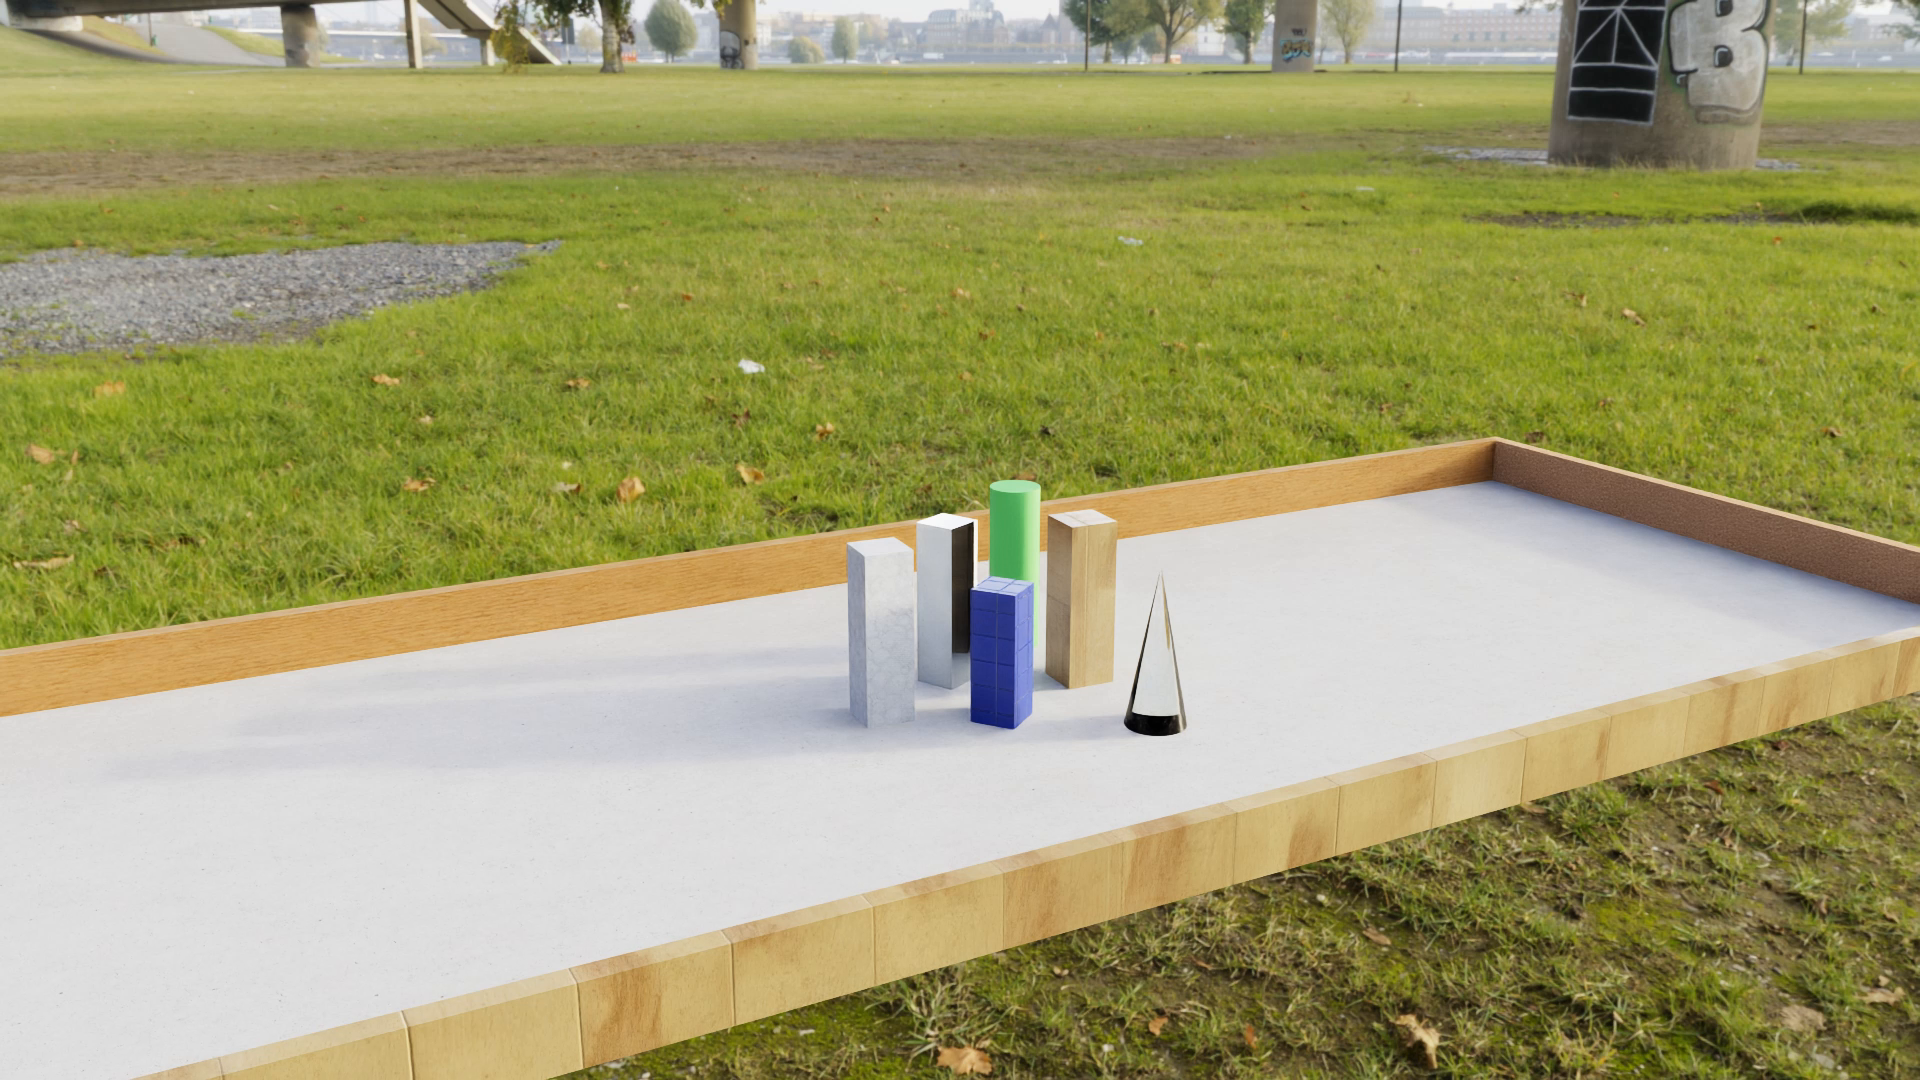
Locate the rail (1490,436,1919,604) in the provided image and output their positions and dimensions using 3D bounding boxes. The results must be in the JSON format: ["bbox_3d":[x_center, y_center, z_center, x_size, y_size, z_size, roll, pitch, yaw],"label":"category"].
[{"bbox_3d":[2.466,-0.048,5.253,0.050,0.150,2.100,-9,18,-27],"label":"rail"}]

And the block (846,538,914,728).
[{"bbox_3d":[-0.185,0.217,3.870,0.119,0.421,0.119,-7,18,-23],"label":"block"}]

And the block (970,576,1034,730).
[{"bbox_3d":[0.099,0.264,3.873,0.112,0.329,0.112,8,18,24],"label":"block"}]

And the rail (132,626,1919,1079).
[{"bbox_3d":[-2.336,1.006,1.665,12.000,0.150,0.050,-9,18,-27],"label":"rail"}]

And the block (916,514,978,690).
[{"bbox_3d":[-0.032,0.152,4.102,0.107,0.414,0.107,12,20,35],"label":"block"}]

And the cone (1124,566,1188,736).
[{"bbox_3d":[0.460,0.246,3.828,0.149,0.389,0.149,0,16,0],"label":"cone"}]

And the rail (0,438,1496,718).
[{"bbox_3d":[-3.305,0.497,3.399,12.000,0.150,0.050,-9,18,-27],"label":"rail"}]

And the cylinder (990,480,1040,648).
[{"bbox_3d":[0.143,0.068,4.354,0.132,0.434,0.132,0,16,0],"label":"cylinder"}]

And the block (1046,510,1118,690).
[{"bbox_3d":[0.301,0.147,4.113,0.126,0.418,0.126,-8,18,-24],"label":"block"}]
